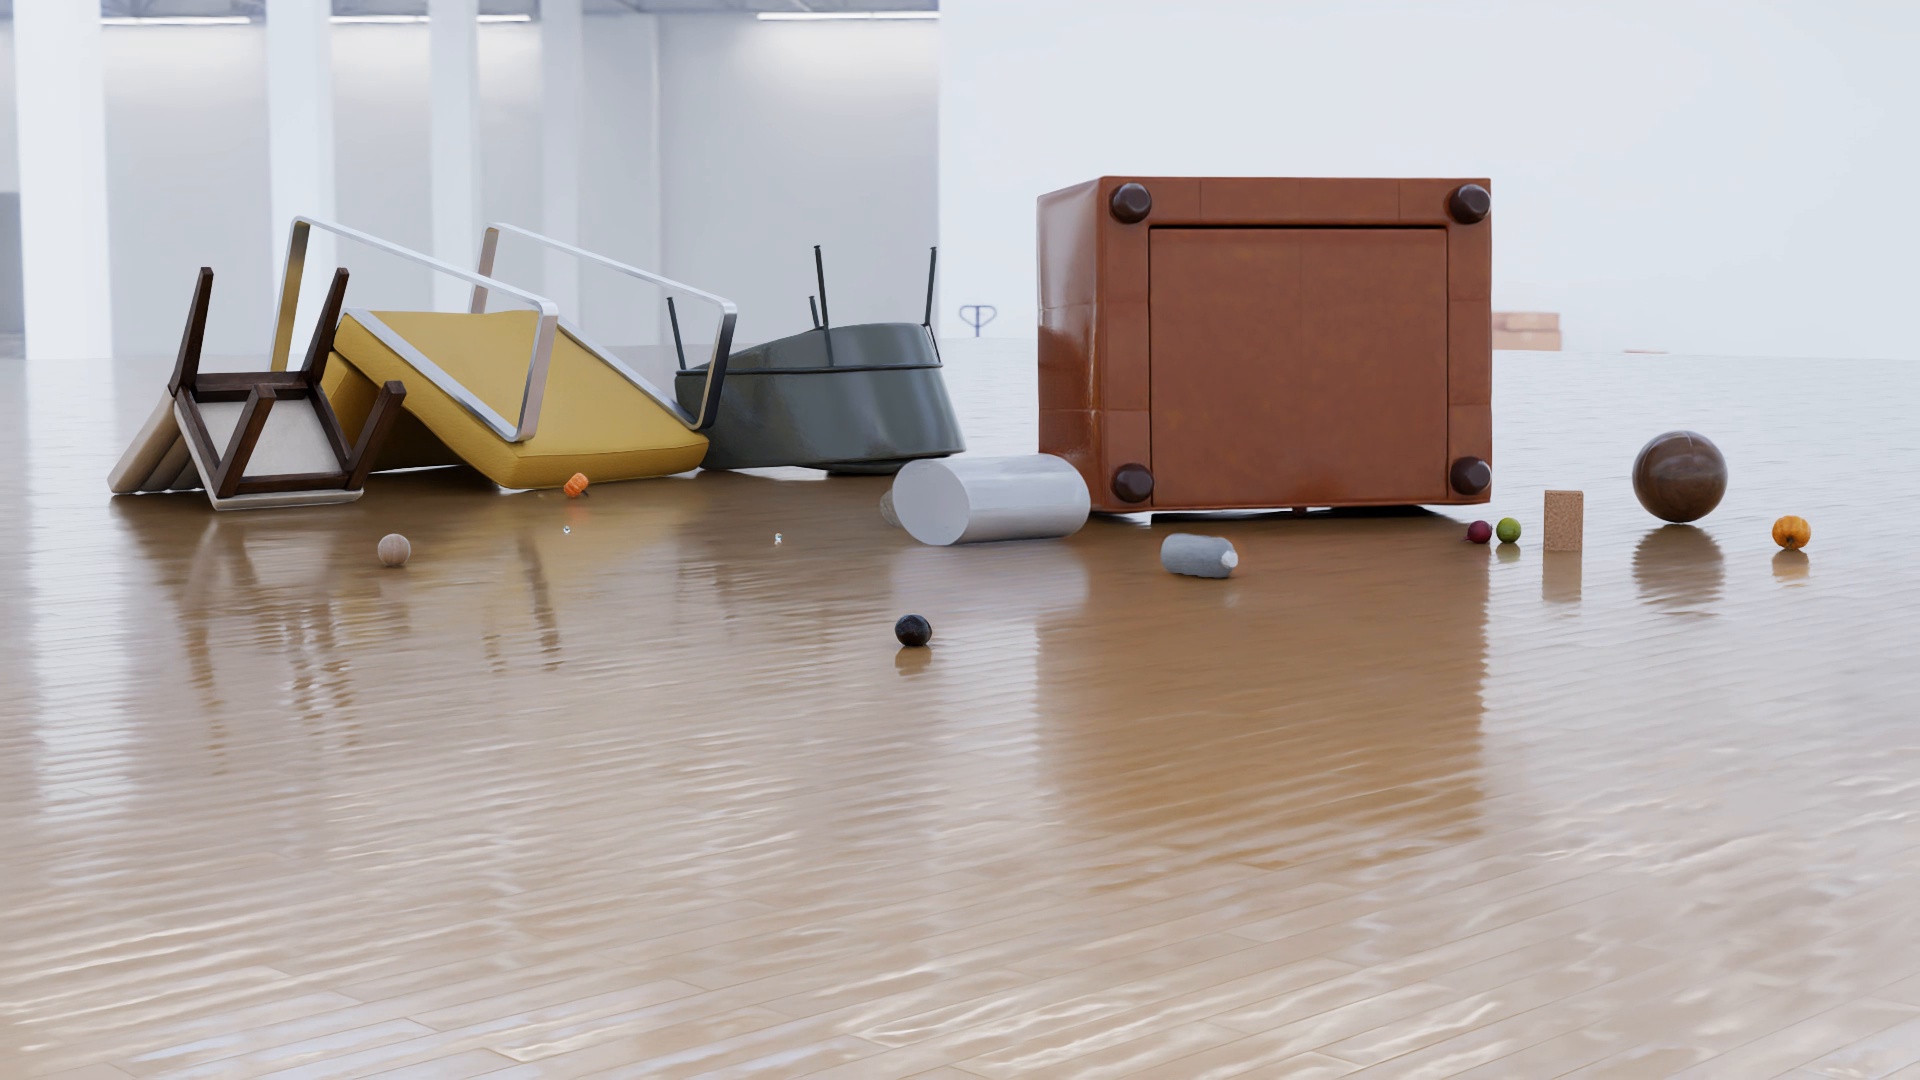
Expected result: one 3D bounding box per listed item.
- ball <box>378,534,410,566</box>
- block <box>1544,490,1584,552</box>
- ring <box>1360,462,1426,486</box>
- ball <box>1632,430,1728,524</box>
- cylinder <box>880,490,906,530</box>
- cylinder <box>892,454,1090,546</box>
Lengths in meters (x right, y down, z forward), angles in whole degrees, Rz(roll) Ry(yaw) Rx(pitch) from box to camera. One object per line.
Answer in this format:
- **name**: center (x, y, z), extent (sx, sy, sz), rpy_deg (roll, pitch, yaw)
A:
- **ball**: center (-1.286, 0.023, 5.833), extent (0.074, 0.074, 0.074), rpy_deg (0, 6, 0)
- **block**: center (1.455, -0.047, 6.187), extent (0.088, 0.139, 0.091), rpy_deg (1, 6, 10)
- **ring**: center (1.374, -0.210, 8.157), extent (0.144, 0.062, 0.270), rpy_deg (-2, 7, -32)
- **ball**: center (1.918, -0.170, 6.840), extent (0.250, 0.250, 0.250), rpy_deg (0, 6, 0)
- **cylinder**: center (-0.061, -0.088, 6.704), extent (0.163, 0.114, 0.308), rpy_deg (-4, 5, -33)
- **cylinder**: center (0.076, -0.102, 6.381), extent (0.358, 0.209, 0.352), rpy_deg (-4, 11, -33)
